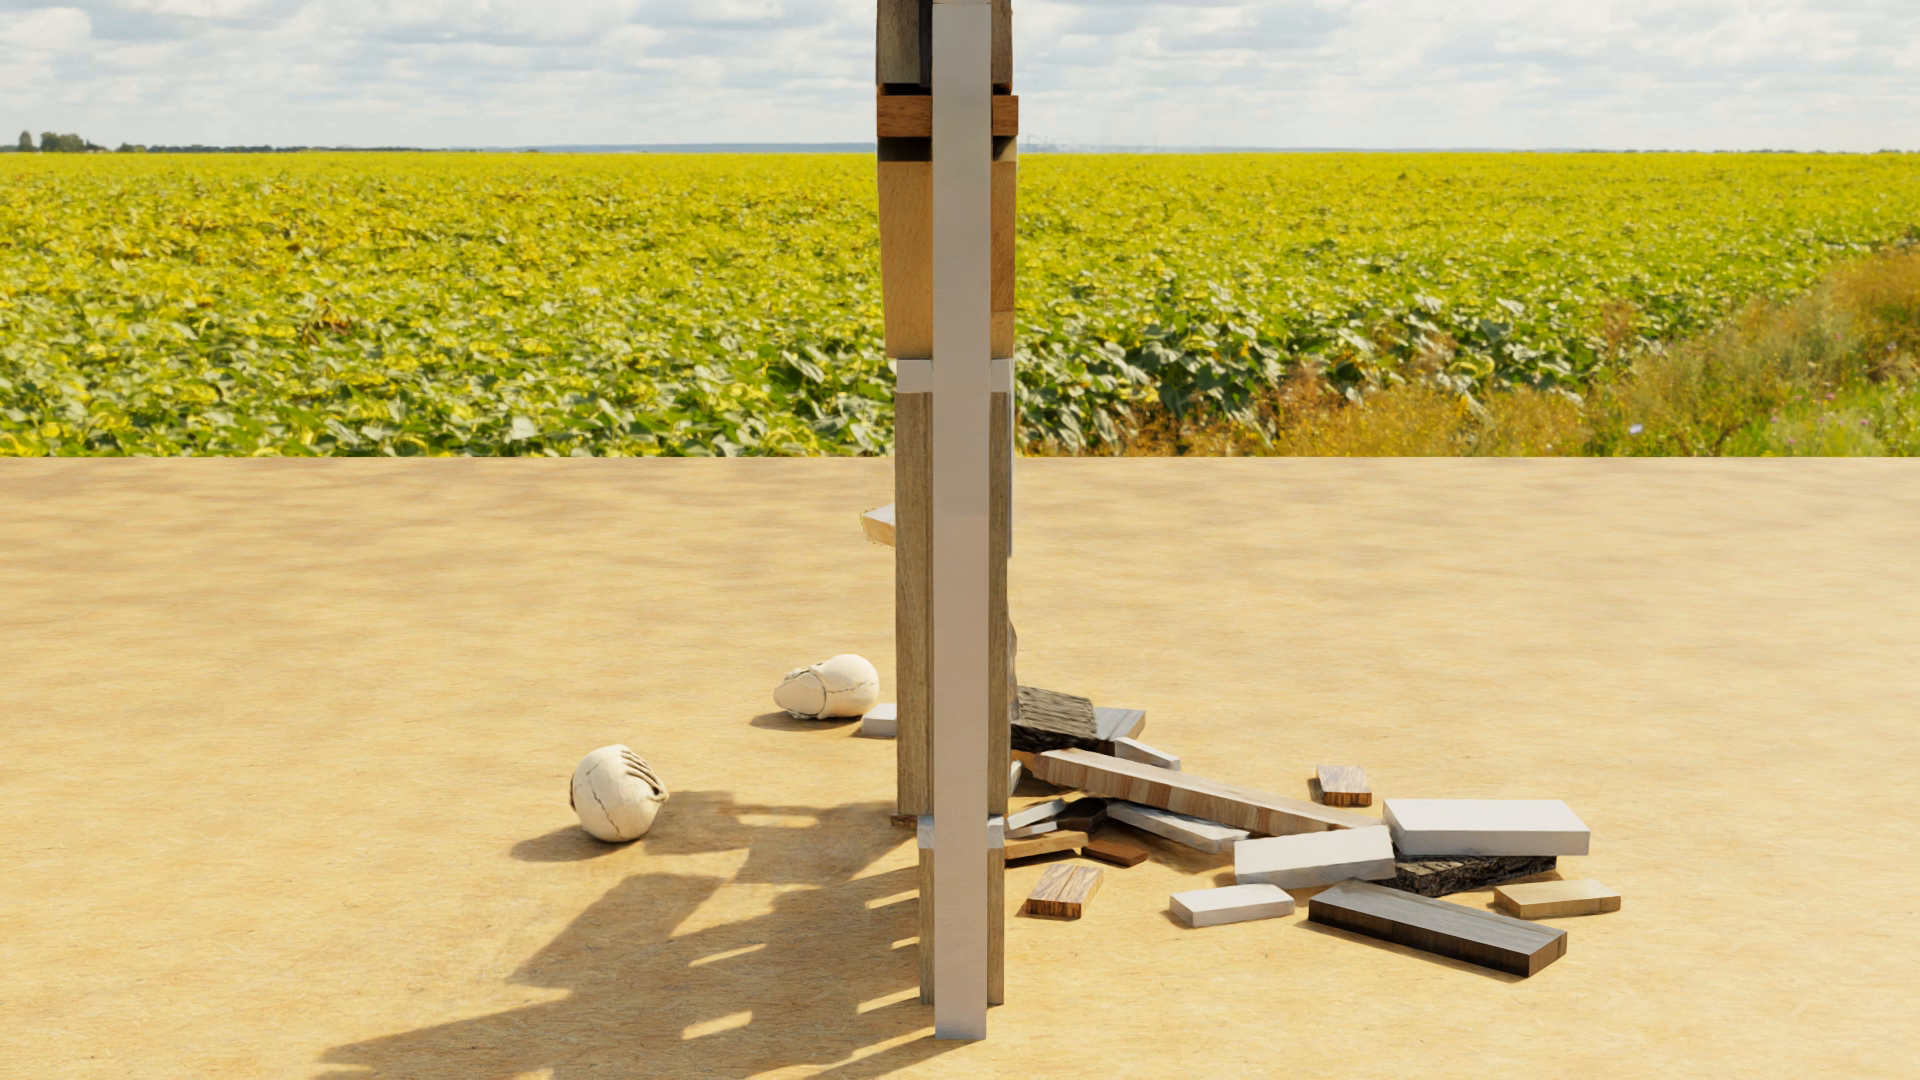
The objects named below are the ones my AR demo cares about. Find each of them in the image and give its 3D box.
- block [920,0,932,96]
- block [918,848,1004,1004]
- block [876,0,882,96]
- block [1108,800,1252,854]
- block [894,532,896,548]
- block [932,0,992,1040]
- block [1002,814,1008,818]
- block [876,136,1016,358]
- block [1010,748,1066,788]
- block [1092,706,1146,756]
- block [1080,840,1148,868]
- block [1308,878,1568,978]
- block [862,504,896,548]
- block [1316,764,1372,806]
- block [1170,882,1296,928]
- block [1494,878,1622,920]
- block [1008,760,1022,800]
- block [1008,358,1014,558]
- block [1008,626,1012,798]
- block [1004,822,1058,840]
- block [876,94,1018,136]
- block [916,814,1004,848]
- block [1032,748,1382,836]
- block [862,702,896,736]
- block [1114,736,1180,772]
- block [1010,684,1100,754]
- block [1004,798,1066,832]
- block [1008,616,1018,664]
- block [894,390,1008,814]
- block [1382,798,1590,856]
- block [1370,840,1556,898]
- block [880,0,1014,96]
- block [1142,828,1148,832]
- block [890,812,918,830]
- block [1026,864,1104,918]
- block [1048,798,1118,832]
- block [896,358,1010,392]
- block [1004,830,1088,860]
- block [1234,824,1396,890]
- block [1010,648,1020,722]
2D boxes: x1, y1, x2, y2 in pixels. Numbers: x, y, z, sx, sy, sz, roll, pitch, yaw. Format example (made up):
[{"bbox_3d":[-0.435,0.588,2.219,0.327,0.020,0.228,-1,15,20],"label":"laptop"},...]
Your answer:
[{"bbox_3d":[-0.015,-0.640,2.818,0.072,0.145,0.021,0,-19,-1],"label":"block"},{"bbox_3d":[0.002,0.552,3.194,0.123,0.247,0.035,0,12,0],"label":"block"},{"bbox_3d":[-0.031,-0.794,3.083,0.170,0.339,0.048,0,-7,1],"label":"block"},{"bbox_3d":[0.388,0.507,3.917,0.090,0.026,0.280,-3,10,-36],"label":"block"},{"bbox_3d":[-0.024,-0.050,3.790,0.050,0.175,0.435,6,-34,-17],"label":"block"},{"bbox_3d":[0.002,-0.021,2.893,0.072,1.489,0.021,0,15,0],"label":"block"},{"bbox_3d":[0.012,0.263,3.415,0.127,0.337,0.036,0,8,1],"label":"block"},{"bbox_3d":[-0.016,-0.390,2.972,0.180,0.359,0.051,0,50,1],"label":"block"},{"bbox_3d":[0.128,0.402,4.450,0.127,0.036,0.468,0,14,-30],"label":"block"},{"bbox_3d":[0.301,0.400,4.592,0.127,0.036,0.254,3,11,15],"label":"block"},{"bbox_3d":[0.270,0.549,3.849,0.105,0.015,0.053,9,14,39],"label":"block"},{"bbox_3d":[0.749,0.608,3.468,0.382,0.037,0.131,9,14,39],"label":"block"},{"bbox_3d":[-0.066,-0.041,4.285,0.176,0.050,0.351,-19,9,-13],"label":"block"},{"bbox_3d":[0.738,0.472,4.236,0.090,0.025,0.180,1,11,4],"label":"block"},{"bbox_3d":[0.443,0.593,3.582,0.181,0.026,0.090,-4,11,-19],"label":"block"},{"bbox_3d":[0.979,0.588,3.608,0.180,0.025,0.090,-3,11,-14],"label":"block"},{"bbox_3d":[0.093,0.463,4.187,0.017,0.059,0.117,14,13,12],"label":"block"},{"bbox_3d":[-0.002,-0.145,3.449,0.171,0.341,0.048,0,2,6],"label":"block"},{"bbox_3d":[0.009,0.253,3.238,0.127,0.254,0.036,-1,6,-5],"label":"block"},{"bbox_3d":[0.119,0.517,3.901,0.053,0.015,0.117,-6,-10,-32],"label":"block"},{"bbox_3d":[-0.019,-0.568,2.942,0.180,0.051,0.359,-1,11,-1],"label":"block"},{"bbox_3d":[0.000,0.399,3.246,0.123,0.035,0.247,0,11,0],"label":"block"},{"bbox_3d":[0.451,0.470,3.991,0.634,0.045,0.159,11,4,28],"label":"block"},{"bbox_3d":[-0.068,0.387,4.663,0.254,0.036,0.127,3,11,15],"label":"block"},{"bbox_3d":[0.358,0.443,4.213,0.025,0.090,0.180,-6,12,-30],"label":"block"},{"bbox_3d":[0.180,0.367,4.424,0.175,0.050,0.351,11,9,-1],"label":"block"},{"bbox_3d":[0.111,0.504,3.989,0.080,0.023,0.160,-21,-6,41],"label":"block"},{"bbox_3d":[0.014,0.240,4.098,0.171,0.048,0.341,-18,-19,-7],"label":"block"},{"bbox_3d":[-0.012,0.089,3.150,0.159,0.607,0.045,0,6,1],"label":"block"},{"bbox_3d":[0.904,0.495,3.794,0.318,0.045,0.159,1,12,-2],"label":"block"},{"bbox_3d":[0.851,0.548,3.774,0.318,0.045,0.159,-6,12,-31],"label":"block"},{"bbox_3d":[-0.019,-0.755,2.882,0.170,0.339,0.048,-1,-8,-1],"label":"block"},{"bbox_3d":[0.383,0.514,4.008,0.105,0.015,0.053,-3,14,7],"label":"block"},{"bbox_3d":[-0.043,0.513,4.024,0.150,0.021,0.075,5,12,26],"label":"block"},{"bbox_3d":[0.175,0.581,3.647,0.090,0.026,0.181,3,11,15],"label":"block"},{"bbox_3d":[0.227,0.504,4.029,0.080,0.023,0.160,-5,7,23],"label":"block"},{"bbox_3d":[-0.007,-0.259,3.228,0.159,0.045,0.318,0,11,1],"label":"block"},{"bbox_3d":[0.135,0.534,3.860,0.160,0.023,0.080,-5,-1,-27],"label":"block"},{"bbox_3d":[0.596,0.538,3.702,0.261,0.037,0.130,-8,16,8],"label":"block"},{"bbox_3d":[0.016,0.276,4.023,0.171,0.048,0.341,-19,-24,-5],"label":"block"}]
